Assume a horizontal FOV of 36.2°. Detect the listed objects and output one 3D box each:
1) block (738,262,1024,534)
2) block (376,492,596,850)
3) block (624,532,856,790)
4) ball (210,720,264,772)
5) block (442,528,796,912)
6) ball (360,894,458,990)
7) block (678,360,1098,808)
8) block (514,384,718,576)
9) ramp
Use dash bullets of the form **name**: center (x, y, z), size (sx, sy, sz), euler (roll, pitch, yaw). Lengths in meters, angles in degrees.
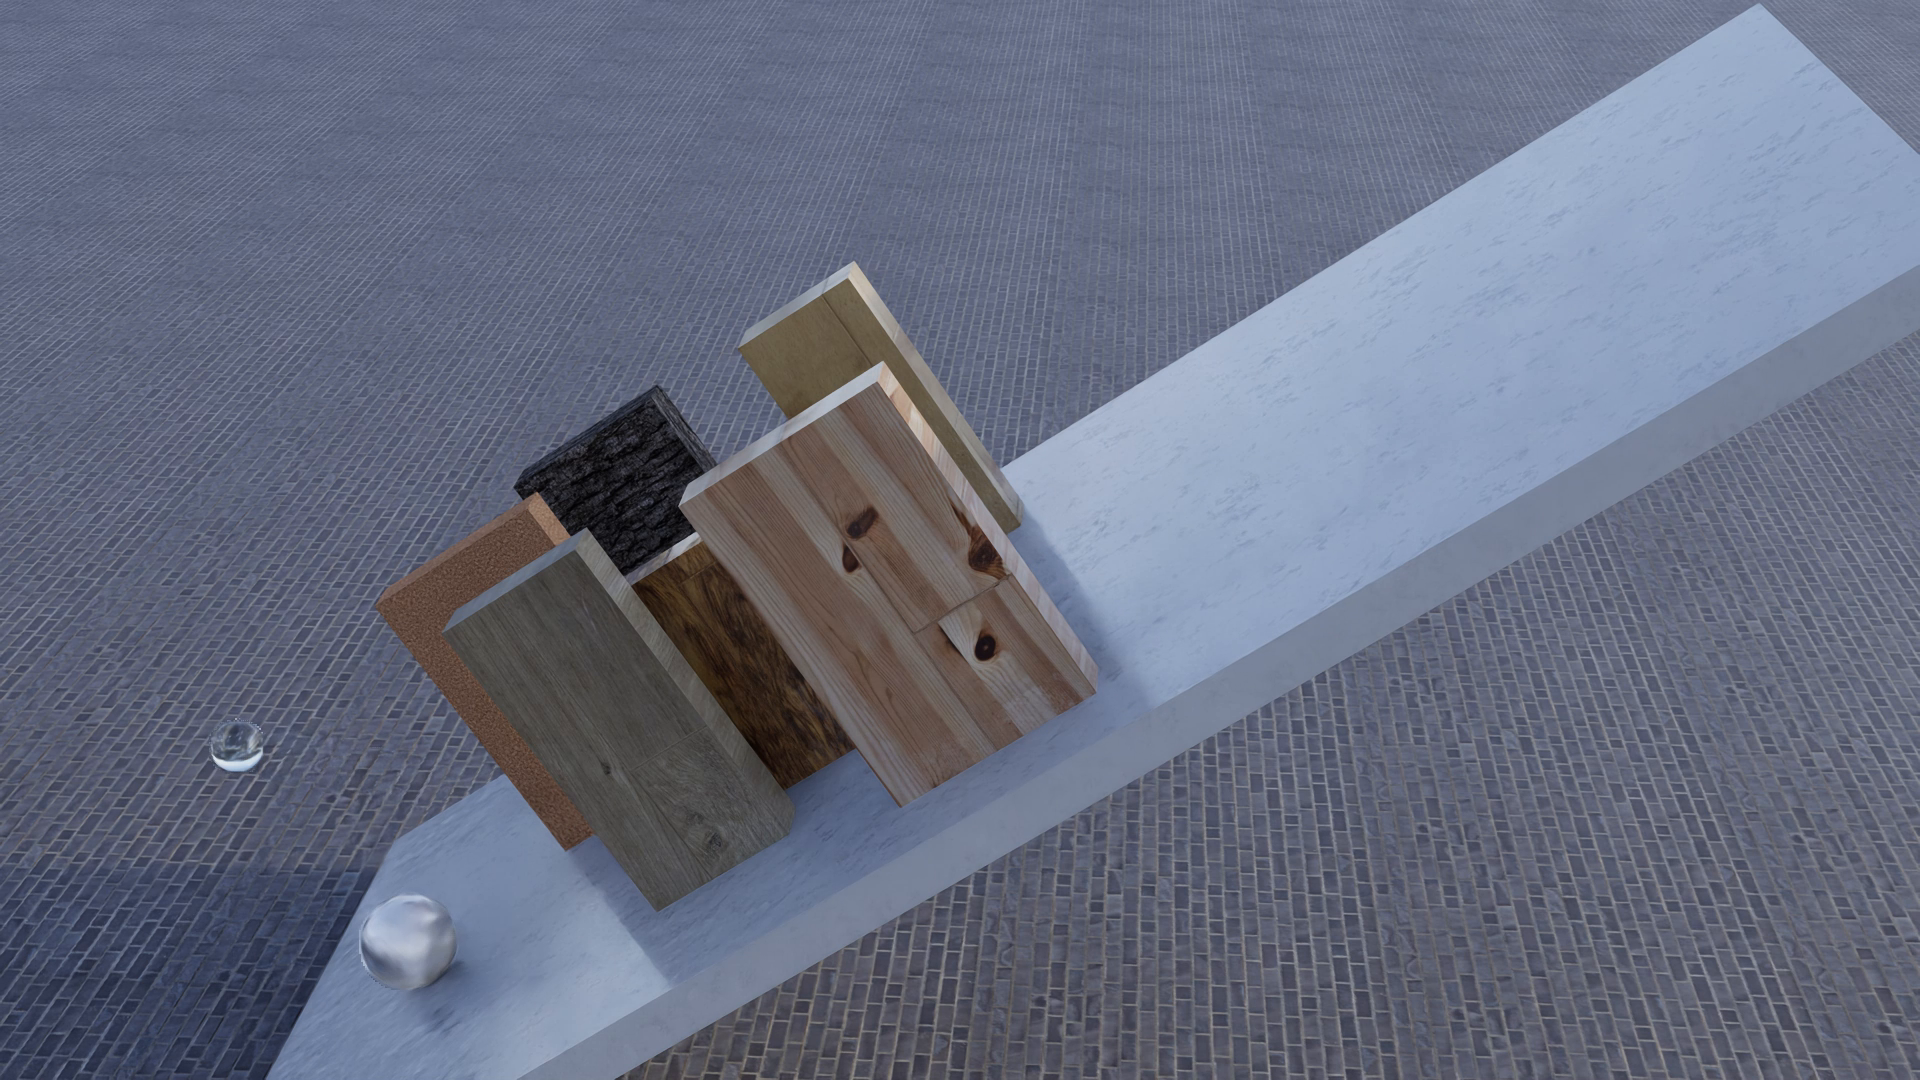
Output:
- **block**: center (-0.175, -0.257, 6.737), size (0.304, 0.698, 0.144), euler (-31, 16, 14)
- **block**: center (-0.917, 0.301, 6.605), size (0.427, 0.714, 0.109), euler (-31, 16, 14)
- **block**: center (-0.518, 0.291, 6.105), size (0.376, 0.544, 0.105), euler (-31, 16, 14)
- **ball**: center (-2.037, 0.582, 8.286), size (0.147, 0.147, 0.147), euler (0, 21, 0)
- **block**: center (-0.675, 0.364, 5.877), size (0.329, 0.723, 0.123), euler (-31, 16, 14)
- **ball**: center (-1.208, 0.880, 6.447), size (0.208, 0.208, 0.208), euler (0, 21, 0)
- **block**: center (-0.128, 0.090, 5.526), size (0.448, 0.728, 0.126), euler (-31, 16, 14)
- **block**: center (-0.713, 0.009, 7.148), size (0.411, 0.664, 0.122), euler (-31, 16, 14)
- **ramp**: center (0.138, 0.172, 6.299), size (4.000, 0.100, 2.000), euler (-31, 16, 14)
